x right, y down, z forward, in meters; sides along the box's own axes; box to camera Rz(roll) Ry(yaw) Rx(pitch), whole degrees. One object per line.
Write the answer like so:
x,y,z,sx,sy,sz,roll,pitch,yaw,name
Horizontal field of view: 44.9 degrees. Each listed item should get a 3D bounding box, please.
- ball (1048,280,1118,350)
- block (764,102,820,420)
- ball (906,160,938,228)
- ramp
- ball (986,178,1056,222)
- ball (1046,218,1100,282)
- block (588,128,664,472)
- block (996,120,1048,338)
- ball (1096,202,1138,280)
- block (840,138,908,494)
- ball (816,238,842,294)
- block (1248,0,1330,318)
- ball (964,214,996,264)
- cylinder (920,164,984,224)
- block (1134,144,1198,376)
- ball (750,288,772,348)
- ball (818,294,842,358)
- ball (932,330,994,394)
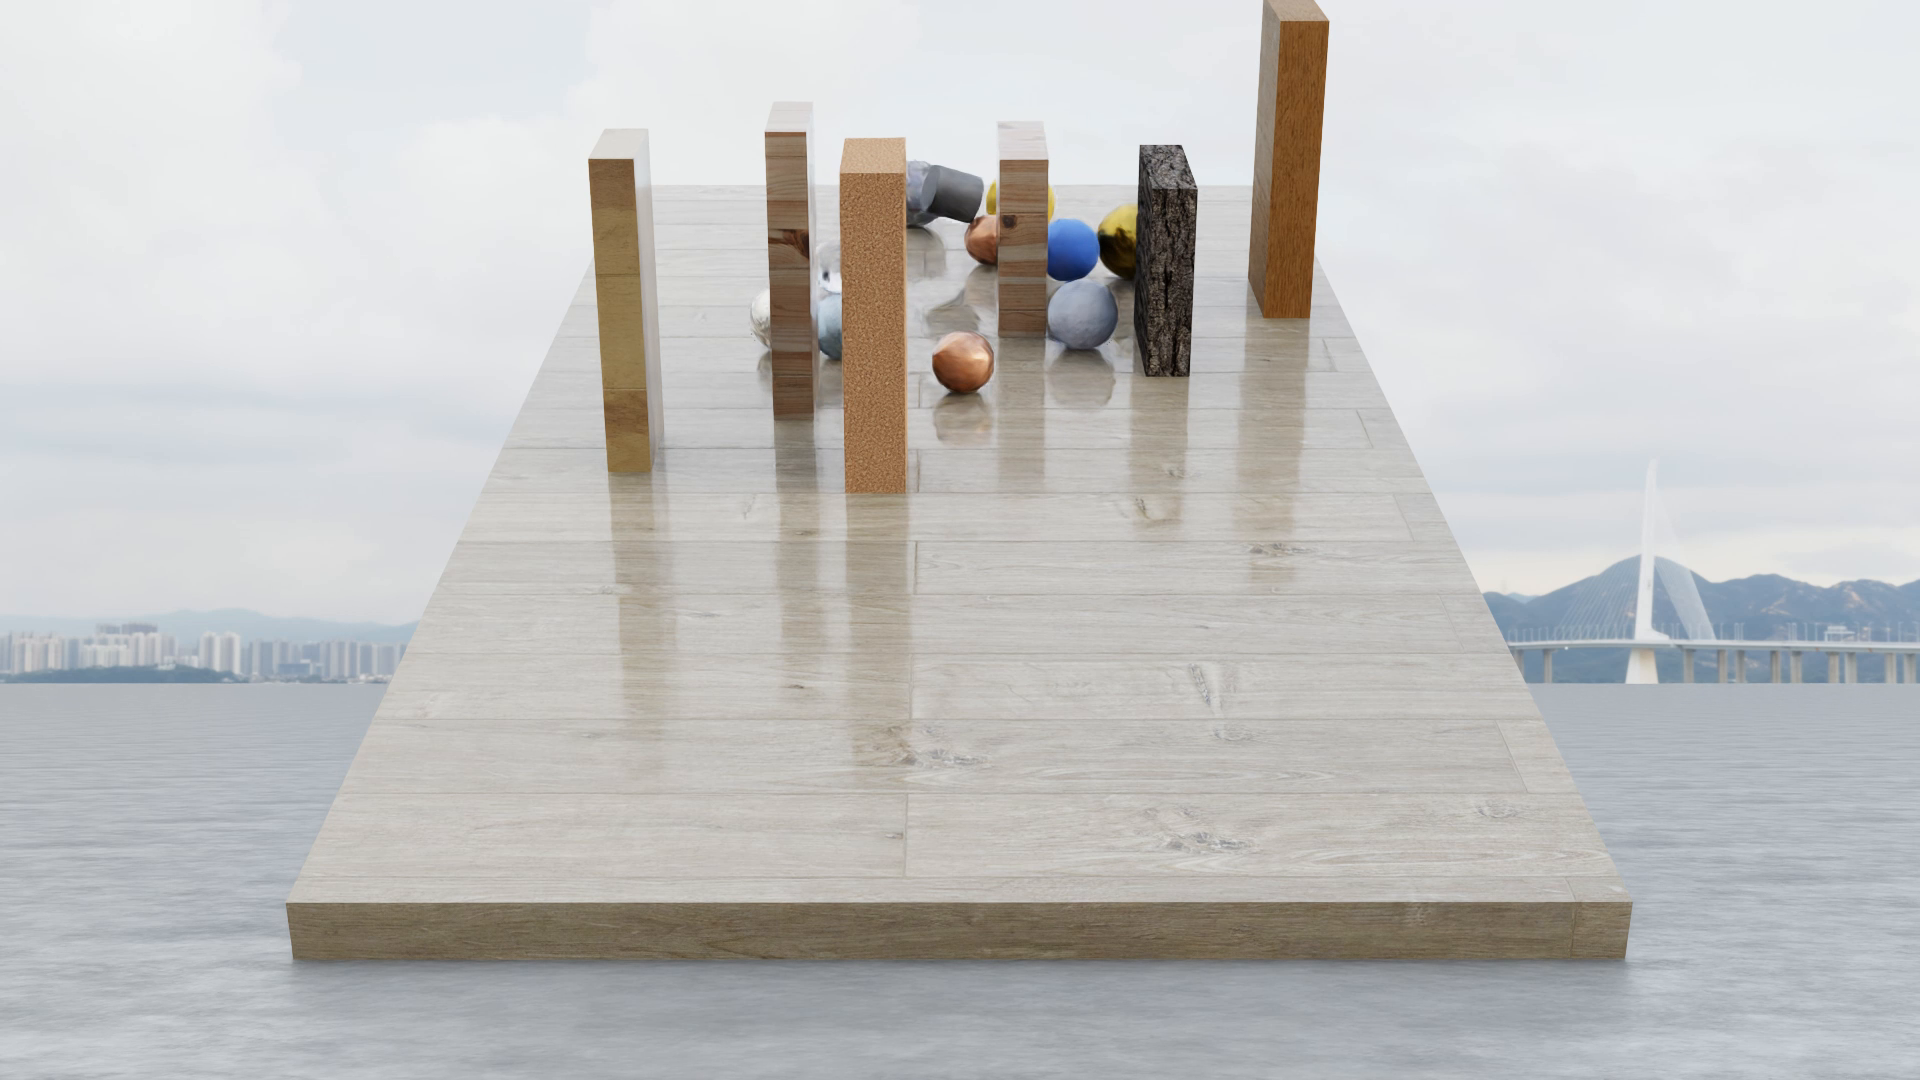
0.301,-0.552,5.695,0.173,0.173,0.173,0,-3,0,ball
-0.377,-0.632,5.266,0.091,0.664,0.280,0,24,0,block
-0.131,-0.992,6.662,0.191,0.191,0.191,0,-3,0,ball
-0.008,-0.228,5.300,2.000,0.100,4.000,0,24,0,ramp
0.171,-0.953,6.567,0.199,0.199,0.199,0,-3,0,ball
0.287,-0.768,6.165,0.168,0.168,0.168,0,-3,0,ball
-0.709,-0.510,4.965,0.093,0.685,0.252,0,24,0,block
0.154,-0.792,5.889,0.119,0.453,0.388,0,24,0,block
0.465,-0.798,6.212,0.205,0.205,0.205,0,-3,0,ball
-0.177,-0.470,4.873,0.127,0.687,0.282,0,24,0,block
-0.319,-0.720,6.103,0.147,0.147,0.147,0,-3,0,ball
0.836,-0.982,5.948,0.119,0.756,0.343,0,24,0,block
0.081,-0.819,6.339,0.138,0.138,0.138,0,-3,0,ball
-0.022,-0.943,6.334,0.130,0.130,0.130,13,-8,-20,cylinder
0.495,-0.682,5.636,0.104,0.459,0.409,0,24,0,block
-0.434,-0.542,5.686,0.159,0.159,0.159,0,-3,0,ball
-0.288,-0.517,5.634,0.155,0.155,0.155,0,-3,0,ball
0.008,-0.416,5.419,0.148,0.148,0.148,0,-3,0,ball
